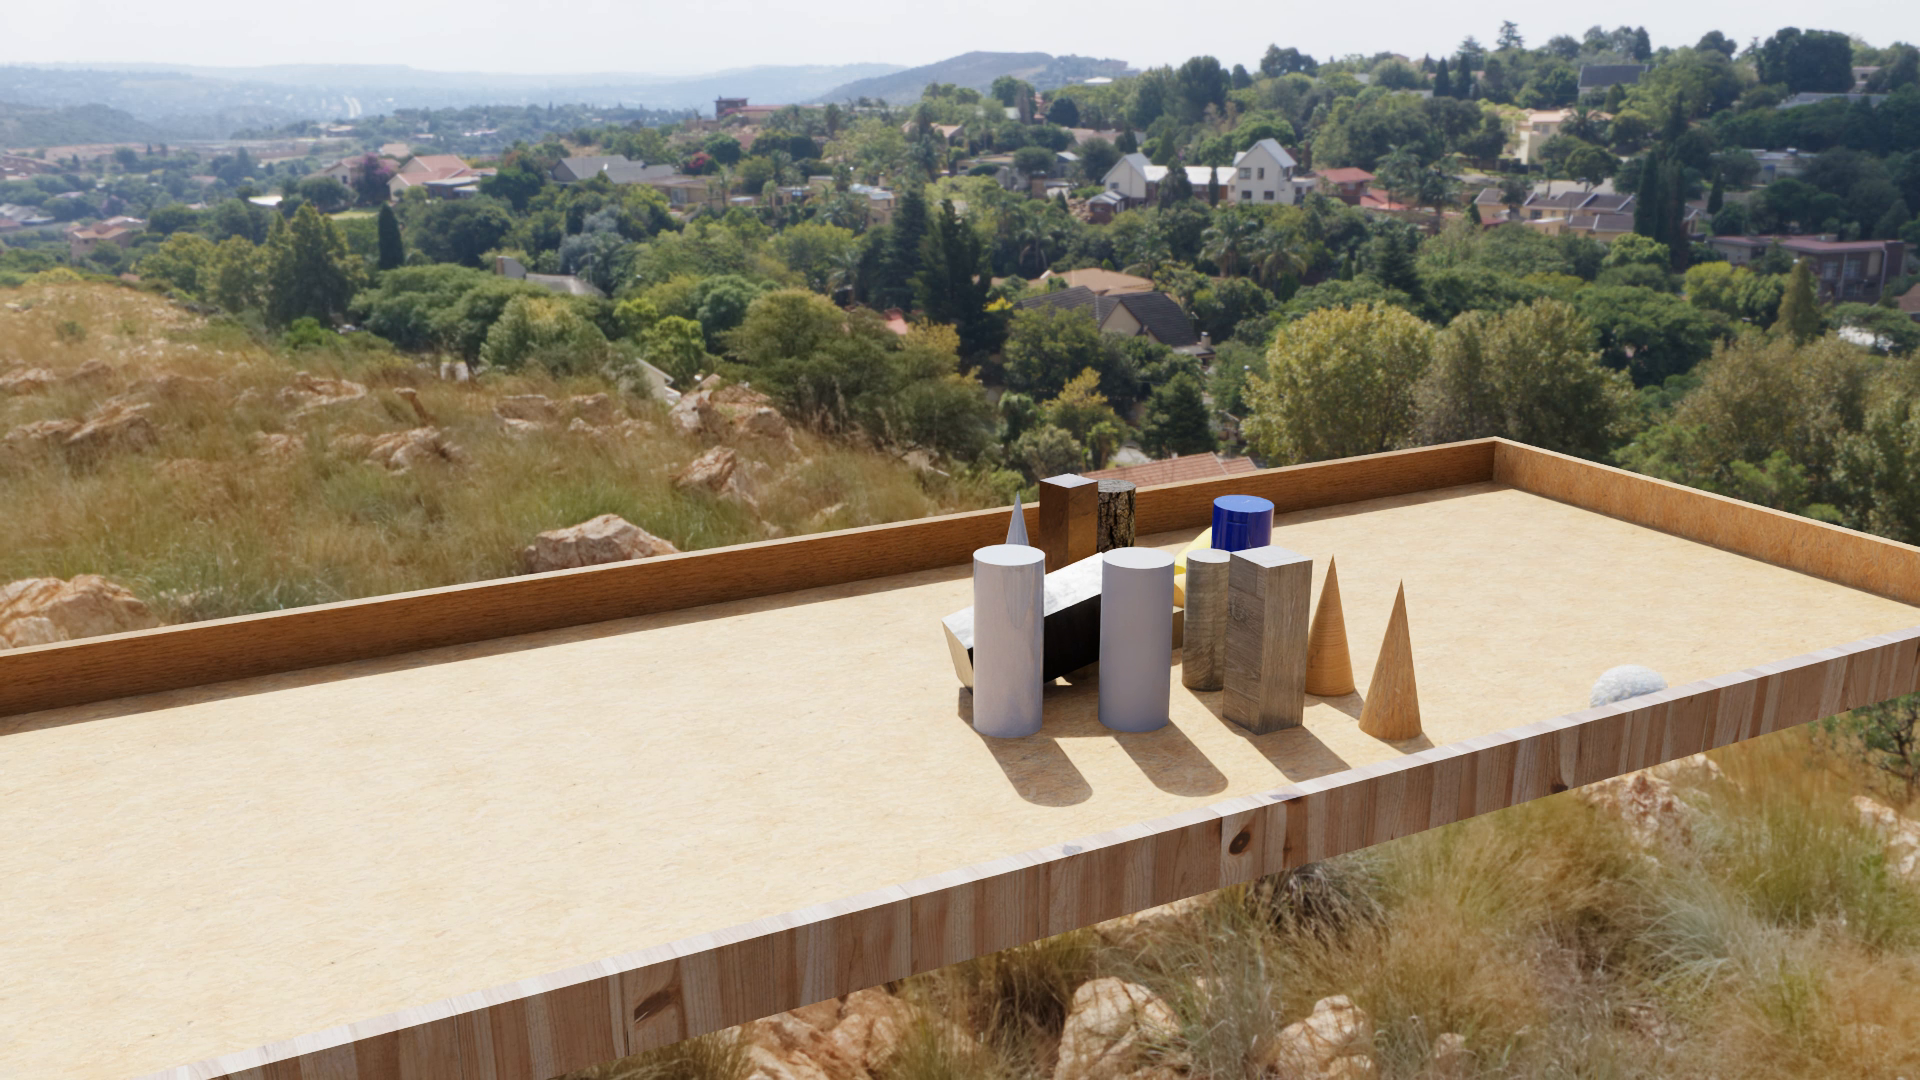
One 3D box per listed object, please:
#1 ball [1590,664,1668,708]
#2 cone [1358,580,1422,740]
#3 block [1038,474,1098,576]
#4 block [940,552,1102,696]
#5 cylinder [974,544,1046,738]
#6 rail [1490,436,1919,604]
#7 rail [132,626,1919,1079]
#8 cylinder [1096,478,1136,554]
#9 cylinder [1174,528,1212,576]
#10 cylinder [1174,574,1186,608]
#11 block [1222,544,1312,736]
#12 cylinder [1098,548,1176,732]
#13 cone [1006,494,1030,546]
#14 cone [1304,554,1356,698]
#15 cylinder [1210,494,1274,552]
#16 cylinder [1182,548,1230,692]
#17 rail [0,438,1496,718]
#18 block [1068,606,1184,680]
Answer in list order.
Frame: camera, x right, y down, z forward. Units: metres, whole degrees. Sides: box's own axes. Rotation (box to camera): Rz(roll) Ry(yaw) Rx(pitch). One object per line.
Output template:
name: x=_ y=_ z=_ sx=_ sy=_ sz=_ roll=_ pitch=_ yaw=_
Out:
ball: x=1.534 y=0.373 z=3.776 sx=0.174 sy=0.174 sz=0.174 roll=0 pitch=16 yaw=0
cone: x=1.006 y=0.262 z=3.807 sx=0.145 sy=0.370 sz=0.145 roll=0 pitch=16 yaw=0
block: x=0.301 y=0.018 z=4.617 sx=0.115 sy=0.381 sz=0.115 roll=-14 pitch=22 yaw=-40
block: x=0.205 y=0.220 z=4.050 sx=0.442 sy=0.176 sz=0.176 roll=-22 pitch=28 yaw=-13
cylinder: x=0.112 y=0.234 z=3.820 sx=0.164 sy=0.417 sz=0.164 roll=0 pitch=16 yaw=0
rail: x=2.466 y=-0.048 z=5.253 sx=0.050 sy=0.150 sz=2.100 roll=-9 pitch=18 yaw=-27
rail: x=-2.336 y=1.006 z=1.665 sx=12.000 sy=0.150 sz=0.050 roll=-9 pitch=18 yaw=-27
cylinder: x=0.436 y=-0.015 z=4.870 sx=0.157 sy=0.302 sz=0.157 roll=0 pitch=16 yaw=0
cylinder: x=0.704 y=0.074 z=4.881 sx=0.125 sy=0.125 sz=0.437 roll=7 pitch=18 yaw=24
cylinder: x=0.707 y=0.153 z=4.545 sx=0.370 sy=0.163 sz=0.163 roll=-12 pitch=20 yaw=-35
block: x=0.715 y=0.232 z=3.844 sx=0.133 sy=0.407 sz=0.133 roll=-9 pitch=19 yaw=-28
cylinder: x=0.411 y=0.232 z=3.857 sx=0.168 sy=0.399 sz=0.168 roll=0 pitch=16 yaw=0
cone: x=0.151 y=0.073 z=4.348 sx=0.180 sy=0.427 sz=0.180 roll=0 pitch=16 yaw=0
cone: x=0.909 y=0.197 z=4.066 sx=0.151 sy=0.348 sz=0.151 roll=0 pitch=16 yaw=0
cylinder: x=0.732 y=0.092 z=4.334 sx=0.155 sy=0.393 sz=0.155 roll=1 pitch=18 yaw=0
cylinder: x=0.614 y=0.199 z=4.086 sx=0.118 sy=0.335 sz=0.118 roll=0 pitch=16 yaw=0
rail: x=-3.305 y=0.497 z=3.399 sx=12.000 sy=0.150 sz=0.050 roll=-9 pitch=18 yaw=-27
block: x=0.420 y=0.257 z=4.296 sx=0.377 sy=0.104 sz=0.104 roll=-14 pitch=21 yaw=-39
